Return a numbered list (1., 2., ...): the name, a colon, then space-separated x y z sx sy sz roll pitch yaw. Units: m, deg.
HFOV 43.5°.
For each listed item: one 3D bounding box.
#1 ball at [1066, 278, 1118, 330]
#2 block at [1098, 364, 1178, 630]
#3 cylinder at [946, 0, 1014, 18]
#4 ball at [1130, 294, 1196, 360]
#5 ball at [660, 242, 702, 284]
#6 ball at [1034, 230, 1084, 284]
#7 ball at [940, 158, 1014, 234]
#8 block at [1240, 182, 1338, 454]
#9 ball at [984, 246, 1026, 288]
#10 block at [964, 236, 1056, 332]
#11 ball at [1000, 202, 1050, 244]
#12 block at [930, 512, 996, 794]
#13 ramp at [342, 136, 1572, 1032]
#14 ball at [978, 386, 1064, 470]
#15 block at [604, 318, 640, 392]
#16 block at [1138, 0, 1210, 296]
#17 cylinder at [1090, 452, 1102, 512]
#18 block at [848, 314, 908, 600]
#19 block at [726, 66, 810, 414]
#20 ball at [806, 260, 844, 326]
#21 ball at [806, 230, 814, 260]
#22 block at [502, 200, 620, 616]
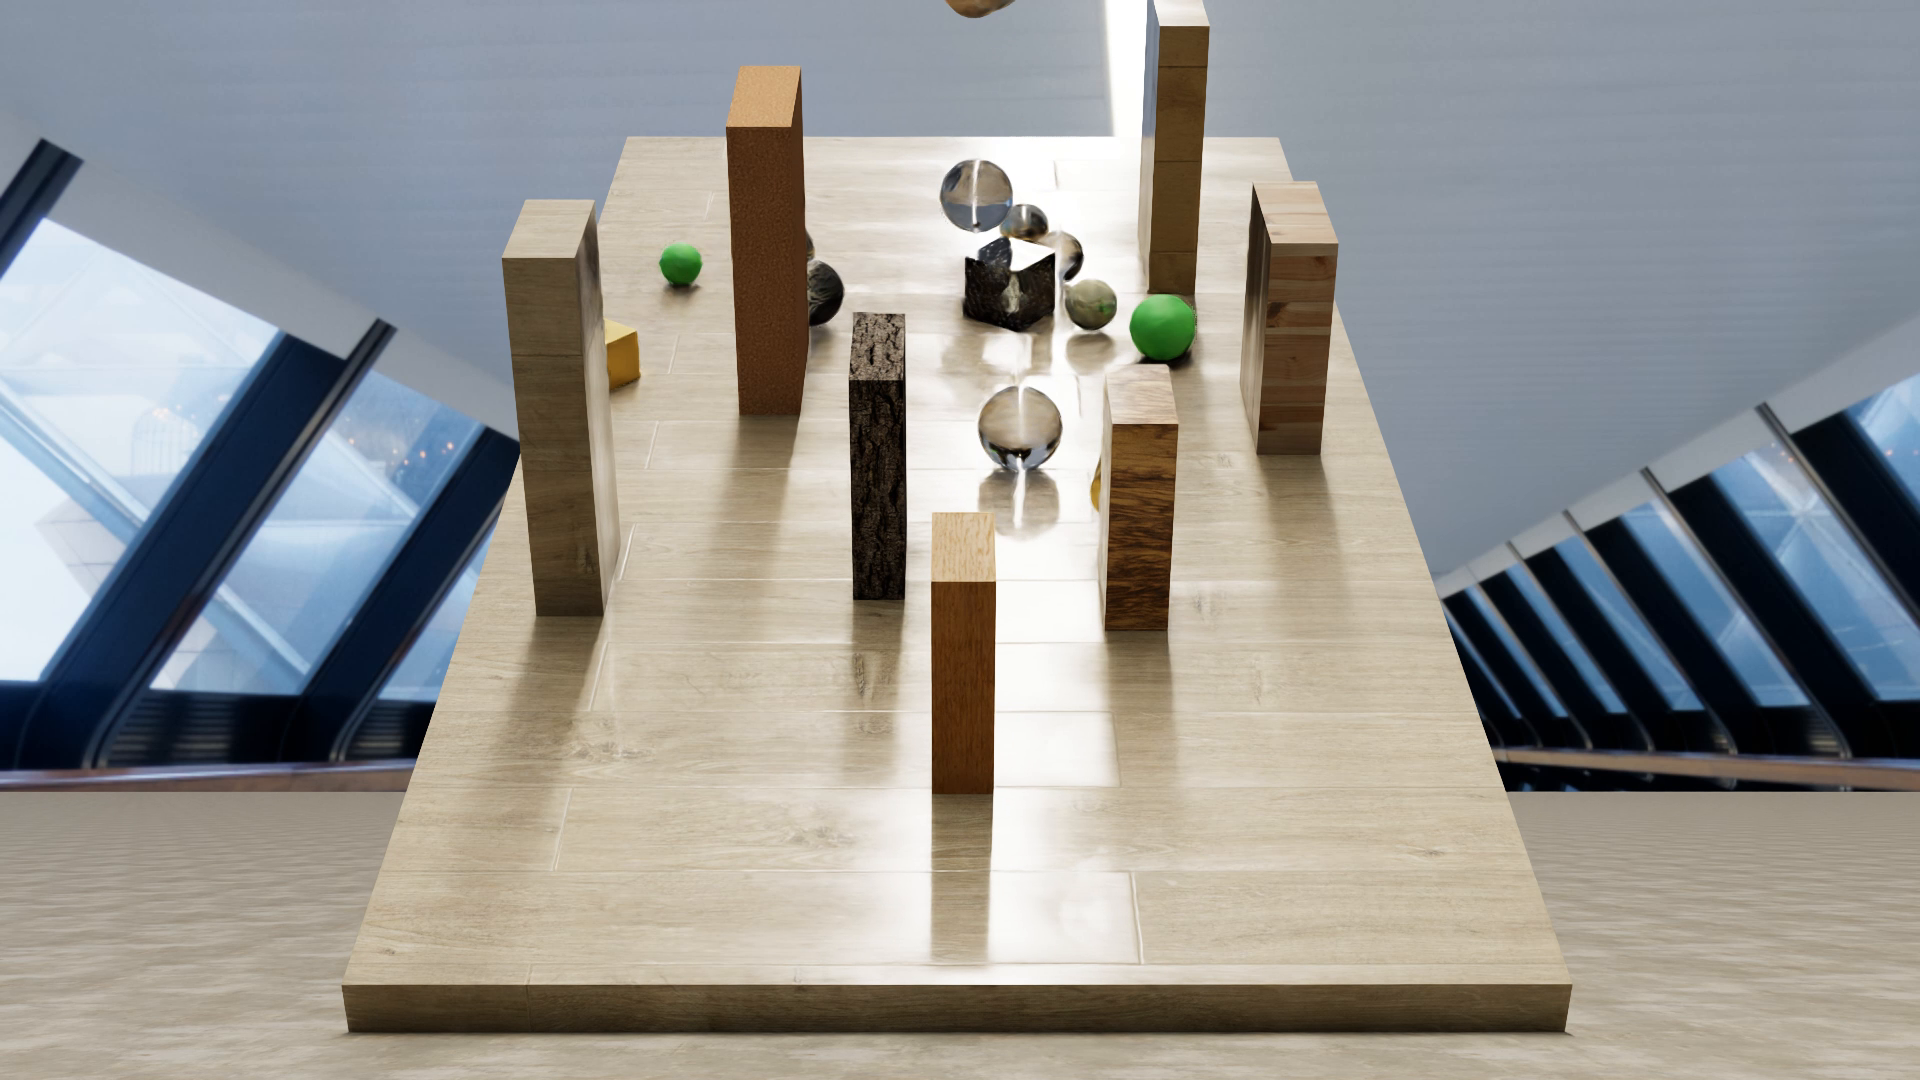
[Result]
1. ball: 0.335 -0.601 6.126 0.133 0.133 0.133 0 -6 0
2. block: 0.356 -0.086 4.869 0.128 0.468 0.267 0 29 0
3. cylinder: 0.067 -1.645 7.061 0.198 0.198 0.198 2 4 -17
4. ball: 0.503 -0.528 5.967 0.164 0.164 0.164 0 -6 0
5. ball: -0.739 -0.732 6.375 0.112 0.112 0.112 0 -6 0
6. ball: 0.258 -0.749 6.380 0.144 0.144 0.144 0 -6 0
7. ball: 0.044 -0.898 6.272 0.195 0.195 0.195 0 -6 0
8. block: 0.757 -0.517 5.583 0.147 0.523 0.378 0 29 0
9. ball: 0.119 -0.722 6.363 0.112 0.112 0.112 0 -6 0
10. block: 0.128 -0.660 6.195 0.168 0.168 0.168 20 35 31
11. ball: 0.176 -0.852 6.568 0.138 0.138 0.138 0 -6 0
12. block: 0.005 0.205 4.370 0.113 0.448 0.250 0 29 0
13. ramp: -0.013 -0.215 5.676 2.000 0.100 4.000 0 29 0
14. ball: 0.136 -0.253 5.445 0.194 0.194 0.194 0 -6 0
15. block: -0.873 -0.448 5.854 0.128 0.128 0.128 21 36 33
16. block: 0.558 -1.063 6.344 0.124 0.727 0.410 0 29 0
17. cylinder: 0.371 -0.142 5.208 0.155 0.155 0.155 9 -49 10
18. block: -0.167 -0.174 4.988 0.107 0.502 0.322 0 29 0
19. block: -0.452 -0.715 5.729 0.145 0.716 0.428 0 29 0
20. ball: -0.378 -0.629 6.120 0.169 0.169 0.169 0 -6 0
21. ball: -0.485 -0.753 6.317 0.207 0.207 0.207 0 -6 0
22. block: -0.795 -0.261 4.847 0.137 0.788 0.299 0 29 0
